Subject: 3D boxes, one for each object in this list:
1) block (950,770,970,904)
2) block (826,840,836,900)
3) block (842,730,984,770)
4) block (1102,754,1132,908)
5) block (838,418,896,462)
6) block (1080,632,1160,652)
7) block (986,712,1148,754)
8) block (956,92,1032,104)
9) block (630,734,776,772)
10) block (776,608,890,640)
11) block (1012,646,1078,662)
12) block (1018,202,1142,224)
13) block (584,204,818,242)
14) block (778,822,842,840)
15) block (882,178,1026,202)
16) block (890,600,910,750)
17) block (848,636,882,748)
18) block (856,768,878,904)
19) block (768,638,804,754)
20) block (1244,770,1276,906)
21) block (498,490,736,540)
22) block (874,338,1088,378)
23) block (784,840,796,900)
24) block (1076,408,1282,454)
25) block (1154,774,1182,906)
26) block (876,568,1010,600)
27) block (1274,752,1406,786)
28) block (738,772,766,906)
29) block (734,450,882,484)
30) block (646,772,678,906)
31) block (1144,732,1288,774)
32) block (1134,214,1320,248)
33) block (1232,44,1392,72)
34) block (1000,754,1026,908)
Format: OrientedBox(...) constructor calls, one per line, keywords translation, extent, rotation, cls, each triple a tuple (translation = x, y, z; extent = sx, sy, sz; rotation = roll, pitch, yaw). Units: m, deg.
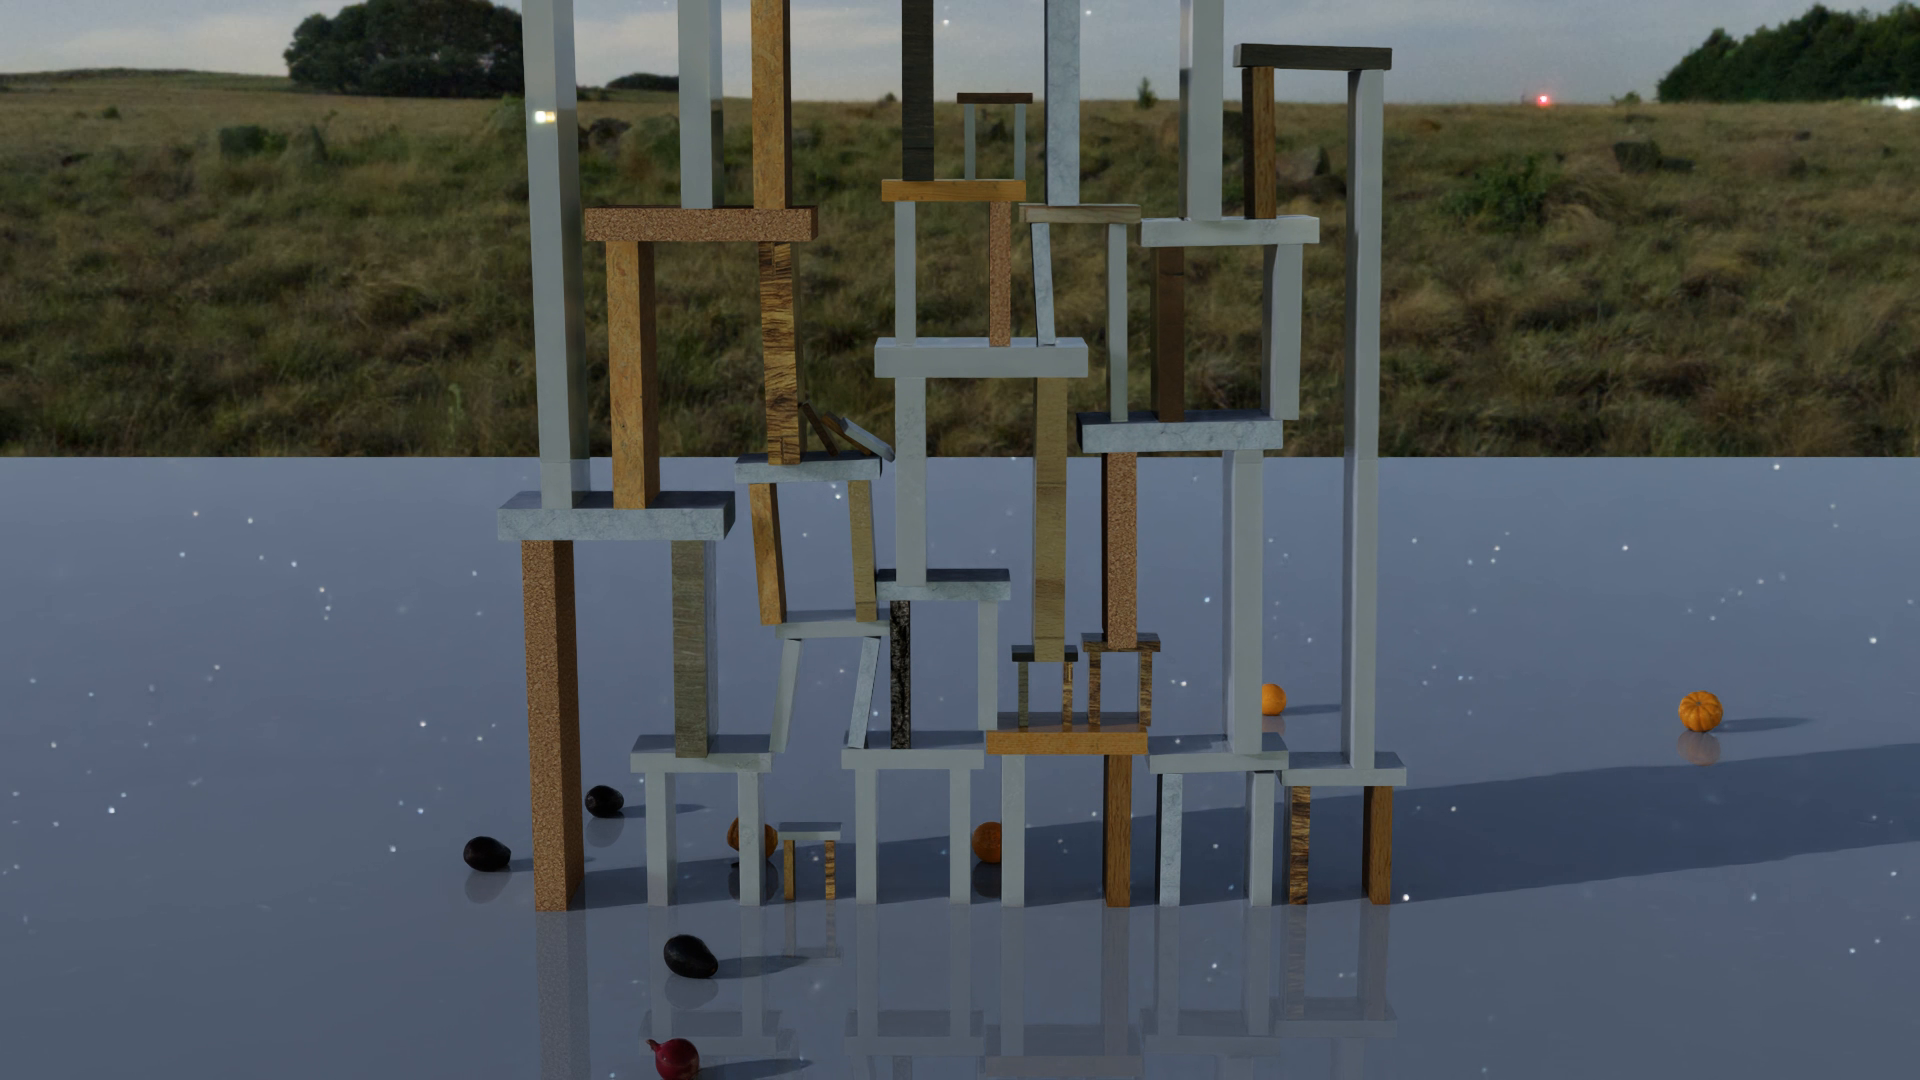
OrientedBox(translation=(0.001, 0.475, 3.652), extent=(0.033, 0.231, 0.116), rotation=(0, 11, 1), cls="block")
OrientedBox(translation=(-0.215, 0.540, 3.657), extent=(0.015, 0.103, 0.051), rotation=(0, 11, 0), cls="block")
OrientedBox(translation=(-0.076, 0.346, 3.628), extent=(0.231, 0.033, 0.116), rotation=(0, 11, 0), cls="block")
OrientedBox(translation=(0.260, 0.463, 3.644), extent=(0.037, 0.259, 0.130), rotation=(0, 11, 0), cls="block")
OrientedBox(translation=(-0.147, -0.160, 3.513), extent=(0.095, 0.014, 0.048), rotation=(32, 12, -24), cls="block")
OrientedBox(translation=(0.262, 0.167, 3.592), extent=(0.125, 0.018, 0.063), rotation=(0, 10, -1), cls="block")
OrientedBox(translation=(0.173, 0.317, 3.617), extent=(0.259, 0.037, 0.130), rotation=(0, 11, 0), cls="block")
OrientedBox(translation=(0.053, -0.689, 3.432), extent=(0.117, 0.017, 0.059), rotation=(0, 11, -1), cls="block")
OrientedBox(translation=(-0.421, 0.351, 3.620), extent=(0.228, 0.032, 0.114), rotation=(0, 11, -1), cls="block")
OrientedBox(translation=(-0.205, 0.136, 3.584), extent=(0.184, 0.026, 0.092), rotation=(-2, 10, 0), cls="block")
OrientedBox(translation=(0.138, 0.185, 3.598), extent=(0.107, 0.015, 0.054), rotation=(0, 11, 0), cls="block")
OrientedBox(translation=(0.187, -0.515, 3.461), extent=(0.189, 0.027, 0.094), rotation=(0, 11, 0), cls="block")
OrientedBox(translation=(-0.403, -0.500, 3.467), extent=(0.347, 0.049, 0.174), rotation=(0, 11, 0), cls="block")
OrientedBox(translation=(-0.249, 0.483, 3.646), extent=(0.103, 0.015, 0.051), rotation=(0, 11, 0), cls="block")
OrientedBox(translation=(-0.010, -0.551, 3.459), extent=(0.223, 0.032, 0.112), rotation=(0, 11, 0), cls="block")
OrientedBox(translation=(-0.097, 0.208, 3.601), extent=(0.030, 0.247, 0.108), rotation=(0, 11, 0), cls="block")
OrientedBox(translation=(-0.155, 0.239, 3.602), extent=(0.026, 0.184, 0.092), rotation=(9, 10, -1), cls="block")
OrientedBox(translation=(-0.154, 0.475, 3.653), extent=(0.033, 0.231, 0.116), rotation=(0, 11, 0), cls="block")
OrientedBox(translation=(-0.282, 0.245, 3.602), extent=(0.026, 0.189, 0.092), rotation=(9, 10, 0), cls="block")
OrientedBox(translation=(0.495, 0.480, 3.644), extent=(0.032, 0.225, 0.113), rotation=(0, 11, 0), cls="block")
OrientedBox(translation=(-0.550, -0.040, 3.554), extent=(0.355, 0.050, 0.178), rotation=(0, 11, 0), cls="block")
OrientedBox(translation=(0.033, -0.291, 3.501), extent=(0.332, 0.047, 0.166), rotation=(0, 11, 0), cls="block")
OrientedBox(translation=(-0.283, 0.540, 3.657), extent=(0.015, 0.103, 0.051), rotation=(0, 11, 0), cls="block")
OrientedBox(translation=(0.349, -0.176, 3.532), extent=(0.315, 0.045, 0.157), rotation=(-1, 11, 0), cls="block")
OrientedBox(translation=(0.345, 0.480, 3.644), extent=(0.032, 0.225, 0.113), rotation=(0, 11, 0), cls="block")
OrientedBox(translation=(-0.027, 0.072, 3.576), extent=(0.215, 0.030, 0.108), rotation=(0, 11, 0), cls="block")
OrientedBox(translation=(0.625, 0.377, 3.627), extent=(0.203, 0.029, 0.101), rotation=(0, 11, 0), cls="block")
OrientedBox(translation=(-0.345, 0.479, 3.645), extent=(0.032, 0.228, 0.114), rotation=(0, 11, 0), cls="block")
OrientedBox(translation=(-0.242, -0.118, 3.537), extent=(0.230, 0.033, 0.115), rotation=(-2, 11, 0), cls="block")
OrientedBox(translation=(-0.495, 0.478, 3.646), extent=(0.032, 0.228, 0.114), rotation=(0, 11, 1), cls="block")
OrientedBox(translation=(0.420, 0.350, 3.623), extent=(0.225, 0.032, 0.112), rotation=(-2, 11, 0), cls="block")
OrientedBox(translation=(0.419, -0.489, 3.473), extent=(0.275, 0.039, 0.137), rotation=(-1, 11, 0), cls="block")
OrientedBox(translation=(0.548, -0.752, 3.429), extent=(0.231, 0.033, 0.116), rotation=(2, 10, 1), cls="block")
OrientedBox(translation=(0.087, 0.463, 3.644), extent=(0.037, 0.259, 0.130), rotation=(0, 11, 0), cls="block")
